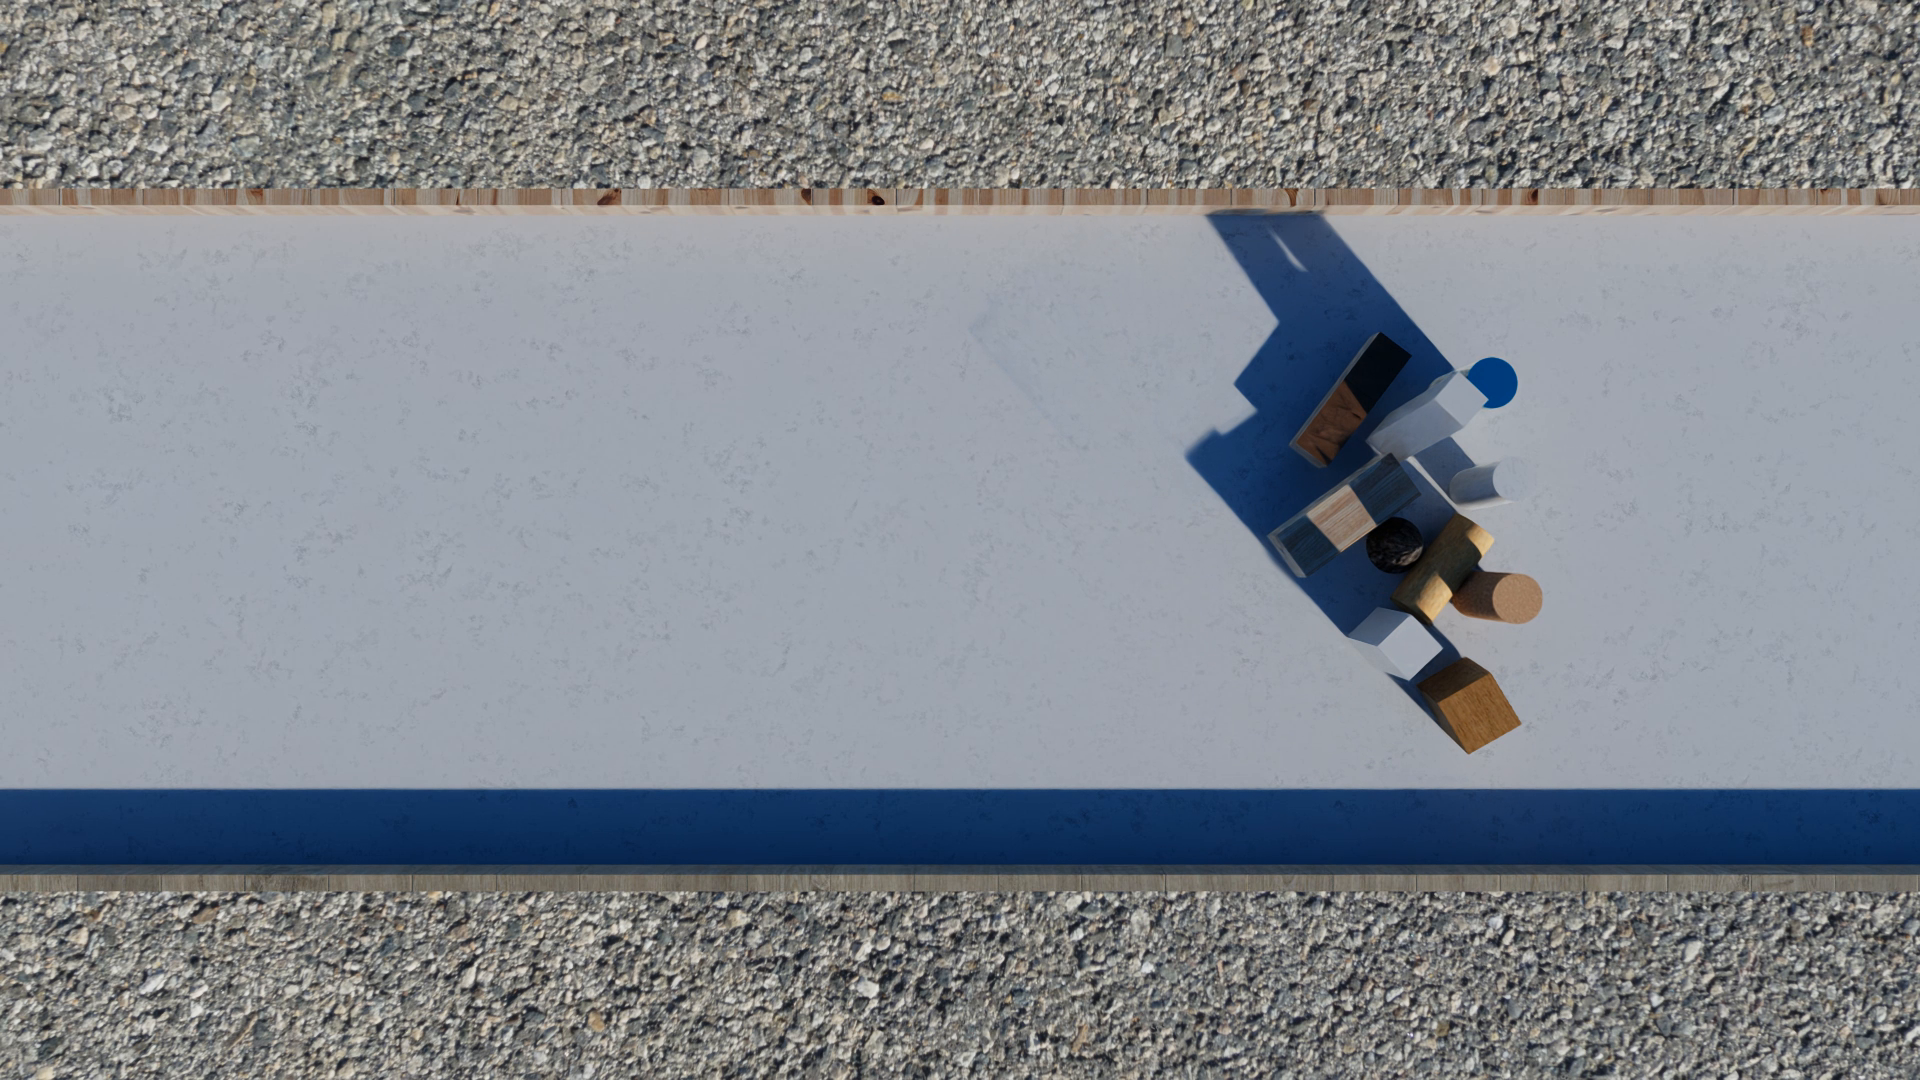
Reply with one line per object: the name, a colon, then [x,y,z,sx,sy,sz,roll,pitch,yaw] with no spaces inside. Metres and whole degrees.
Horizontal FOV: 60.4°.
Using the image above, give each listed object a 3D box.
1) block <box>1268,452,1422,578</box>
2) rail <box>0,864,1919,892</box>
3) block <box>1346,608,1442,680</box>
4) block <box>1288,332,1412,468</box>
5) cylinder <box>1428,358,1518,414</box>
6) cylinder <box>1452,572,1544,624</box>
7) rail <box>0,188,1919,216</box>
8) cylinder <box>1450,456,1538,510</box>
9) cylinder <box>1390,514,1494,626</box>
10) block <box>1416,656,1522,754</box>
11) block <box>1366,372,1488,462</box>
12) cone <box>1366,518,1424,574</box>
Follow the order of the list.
block: [1.161,-0.075,4.998,0.423,0.156,0.156,-36,90,0]
rail: [-2.247,1.025,5.001,12.000,0.150,0.050,0,90,0]
block: [1.285,0.304,4.898,0.135,0.354,0.135,-43,91,0]
block: [1.184,-0.424,5.016,0.120,0.120,0.419,37,90,0]
cylinder: [1.511,-0.442,4.885,0.146,0.376,0.146,0,88,-2]
cylinder: [1.584,0.167,4.882,0.144,0.389,0.144,0,90,0]
rail: [-2.247,-1.025,5.002,12.000,0.150,0.050,0,90,0]
cylinder: [1.573,-0.164,4.881,0.129,0.384,0.129,0,87,-1]
cylinder: [1.462,0.090,5.004,0.144,0.144,0.322,38,90,0]
block: [1.504,0.486,4.891,0.173,0.353,0.173,-31,90,7]
block: [1.365,-0.352,4.843,0.117,0.453,0.117,44,75,0]
cone: [1.338,0.017,4.920,0.175,0.313,0.175,0,90,0]
